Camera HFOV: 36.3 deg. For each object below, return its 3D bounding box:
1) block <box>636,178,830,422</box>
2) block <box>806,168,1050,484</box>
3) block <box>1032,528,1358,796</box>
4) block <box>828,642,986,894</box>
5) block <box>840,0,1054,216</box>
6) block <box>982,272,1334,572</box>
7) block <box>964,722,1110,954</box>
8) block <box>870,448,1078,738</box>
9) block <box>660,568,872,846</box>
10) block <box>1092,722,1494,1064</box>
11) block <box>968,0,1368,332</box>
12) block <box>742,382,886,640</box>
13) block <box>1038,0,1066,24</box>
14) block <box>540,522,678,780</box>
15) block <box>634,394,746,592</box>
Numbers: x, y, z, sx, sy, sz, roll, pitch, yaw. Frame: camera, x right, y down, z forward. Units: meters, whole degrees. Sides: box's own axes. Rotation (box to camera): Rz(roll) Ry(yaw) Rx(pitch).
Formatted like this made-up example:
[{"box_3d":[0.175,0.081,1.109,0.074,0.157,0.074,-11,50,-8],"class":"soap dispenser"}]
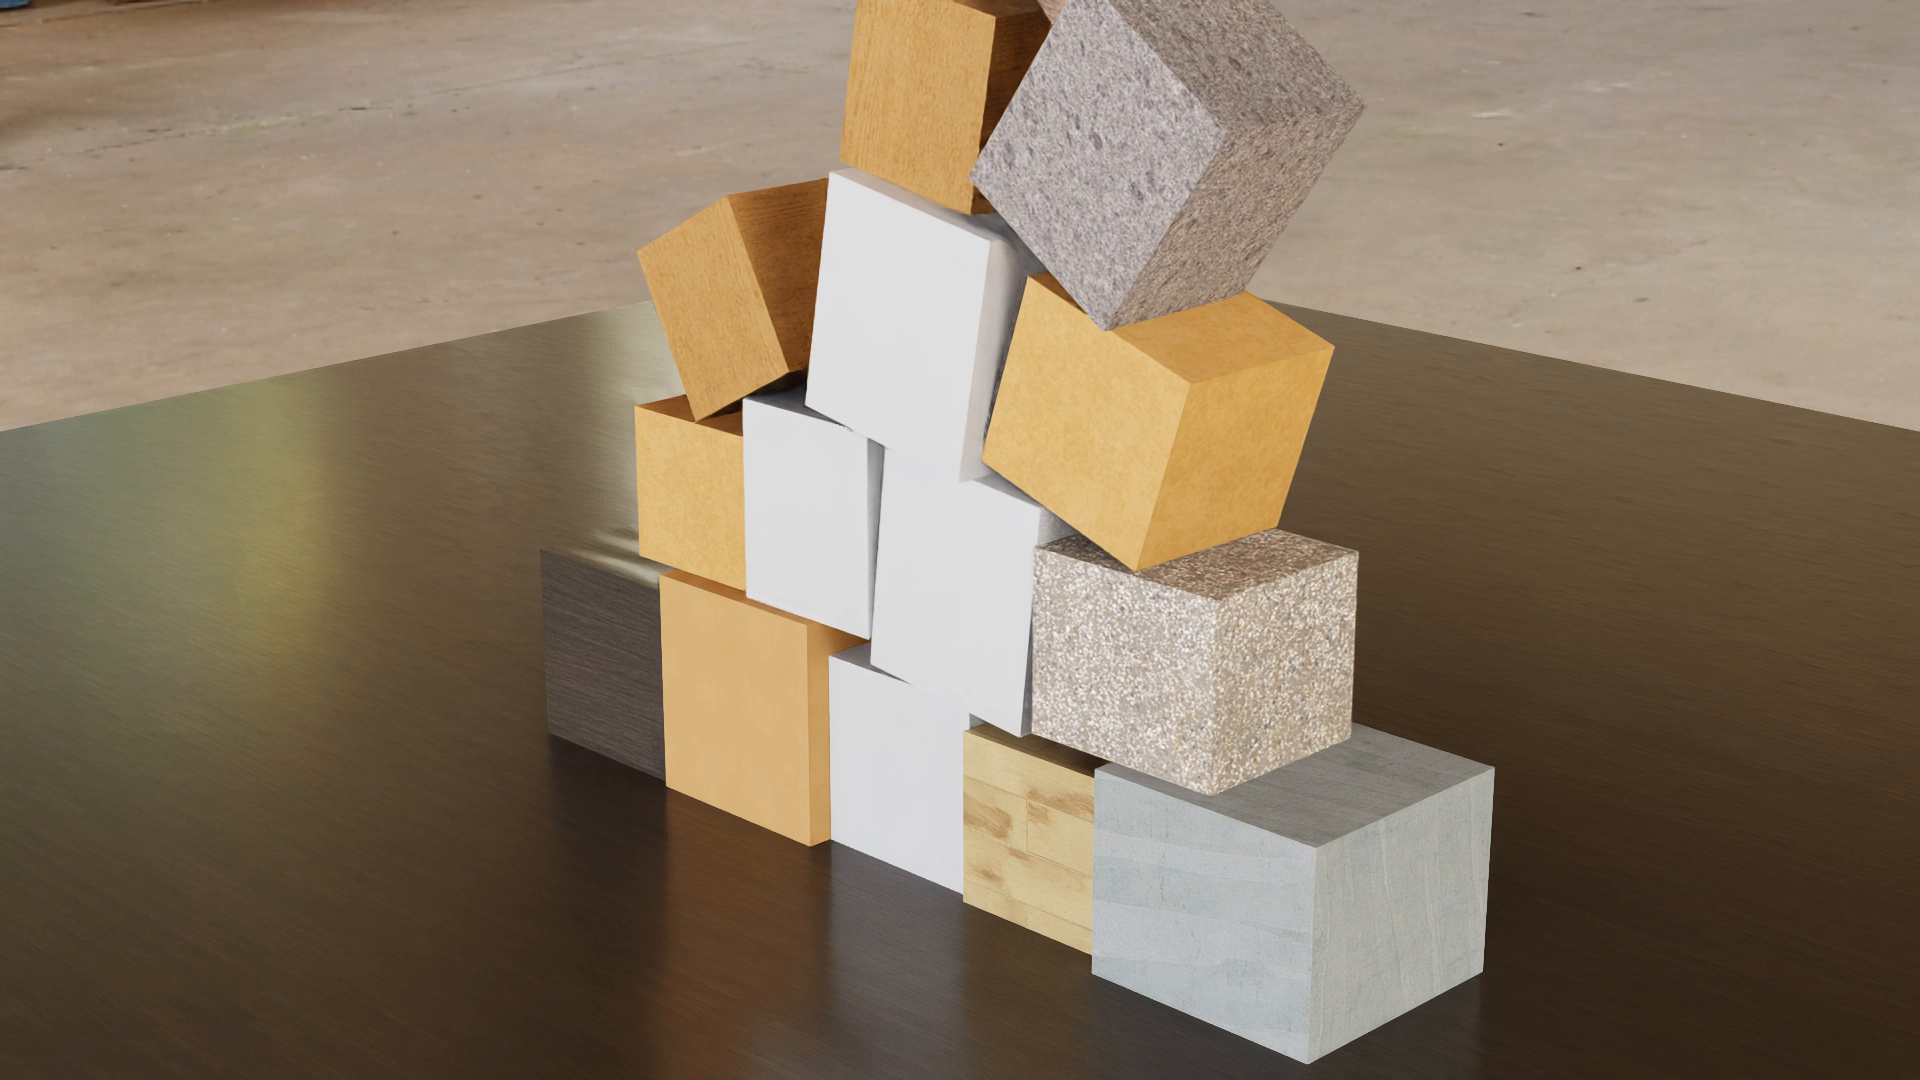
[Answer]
[{"box_3d":[-0.827,-1.153,13.842,0.909,0.855,0.757,-16,-5,-42],"class":"block"},{"box_3d":[0.082,-1.024,12.918,1.037,1.091,0.981,-17,34,-42],"class":"block"},{"box_3d":[0.989,0.438,12.433,0.920,0.840,1.003,-17,24,-42],"class":"block"},{"box_3d":[0.001,0.987,13.668,0.801,0.921,0.923,-17,24,-42],"class":"block"},{"box_3d":[0.063,-1.973,12.626,0.800,0.857,0.730,27,31,37],"class":"block"},{"box_3d":[0.823,-0.572,12.351,0.903,0.888,0.947,-16,42,-42],"class":"block"},{"box_3d":[0.638,1.236,13.045,0.870,0.820,0.893,-17,24,-42],"class":"block"},{"box_3d":[0.292,0.117,13.099,0.923,1.064,0.947,-17,30,-42],"class":"block"},{"box_3d":[-0.704,0.691,14.311,1.053,1.099,1.058,-17,24,-42],"class":"block"},{"box_3d":[1.394,1.396,12.345,1.191,0.934,1.167,-17,24,-42],"class":"block"},{"box_3d":[0.831,-1.621,11.920,0.880,1.079,0.922,-18,60,-43],"class":"block"},{"box_3d":[-0.383,-0.199,13.692,0.914,0.970,0.843,-17,24,-42],"class":"block"},{"box_3d":[0.616,-2.663,11.769,0.696,0.771,0.769,-19,-17,-40],"class":"block"},{"box_3d":[-1.446,0.524,15.016,0.949,0.996,0.992,-17,24,-42],"class":"block"},{"box_3d":[-1.007,-0.276,14.289,0.758,0.760,0.853,-17,24,-42],"class":"block"}]
